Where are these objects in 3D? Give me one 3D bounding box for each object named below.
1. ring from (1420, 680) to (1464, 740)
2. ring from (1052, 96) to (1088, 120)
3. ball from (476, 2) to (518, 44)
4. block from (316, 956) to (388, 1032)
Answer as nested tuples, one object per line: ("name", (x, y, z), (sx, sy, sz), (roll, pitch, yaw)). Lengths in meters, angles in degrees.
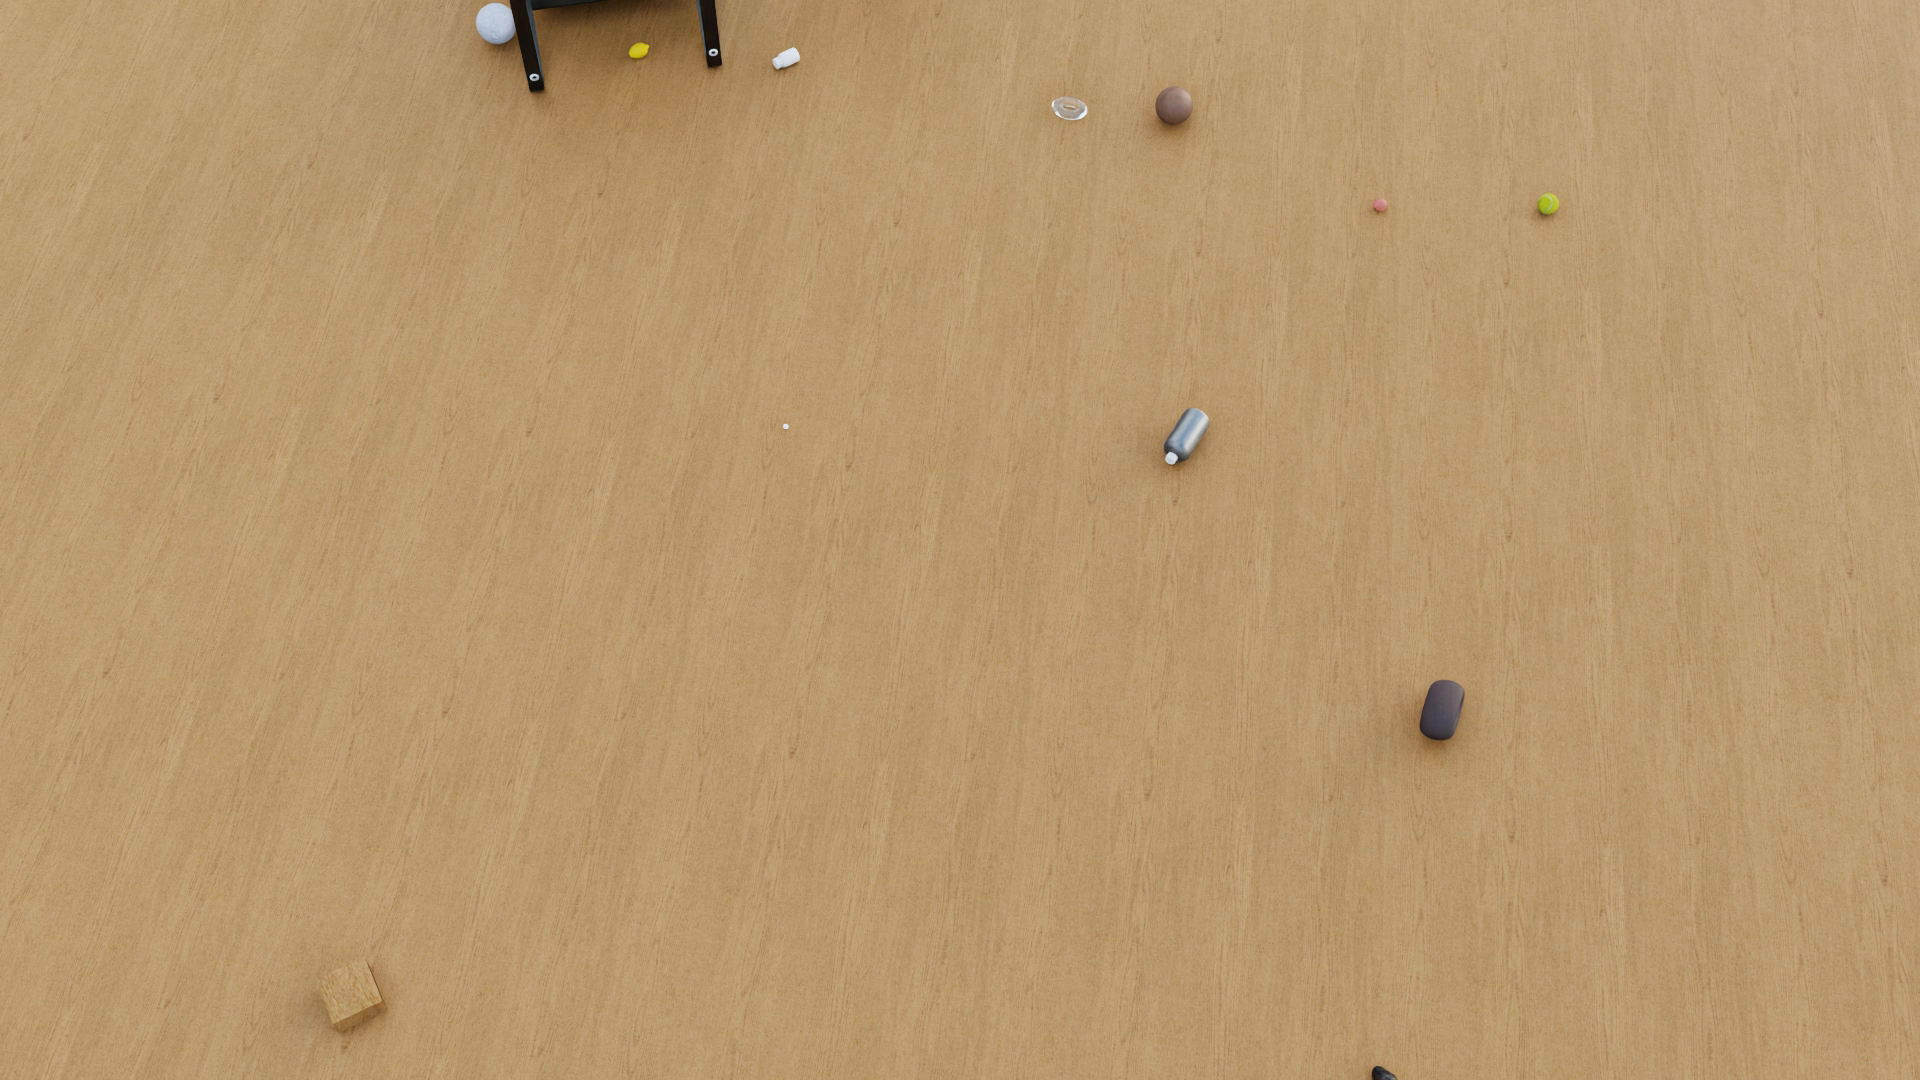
("ring", (1.356, 0.478, 6.182), (0.095, 0.123, 0.210), (12, 44, 18))
("ring", (0.377, -1.482, 7.548), (0.124, 0.035, 0.091), (16, 59, 11))
("ball", (-1.623, -1.809, 7.703), (0.141, 0.141, 0.141), (0, 56, 0))
("block", (-1.589, 1.186, 5.742), (0.134, 0.060, 0.139), (-24, 59, -15))
